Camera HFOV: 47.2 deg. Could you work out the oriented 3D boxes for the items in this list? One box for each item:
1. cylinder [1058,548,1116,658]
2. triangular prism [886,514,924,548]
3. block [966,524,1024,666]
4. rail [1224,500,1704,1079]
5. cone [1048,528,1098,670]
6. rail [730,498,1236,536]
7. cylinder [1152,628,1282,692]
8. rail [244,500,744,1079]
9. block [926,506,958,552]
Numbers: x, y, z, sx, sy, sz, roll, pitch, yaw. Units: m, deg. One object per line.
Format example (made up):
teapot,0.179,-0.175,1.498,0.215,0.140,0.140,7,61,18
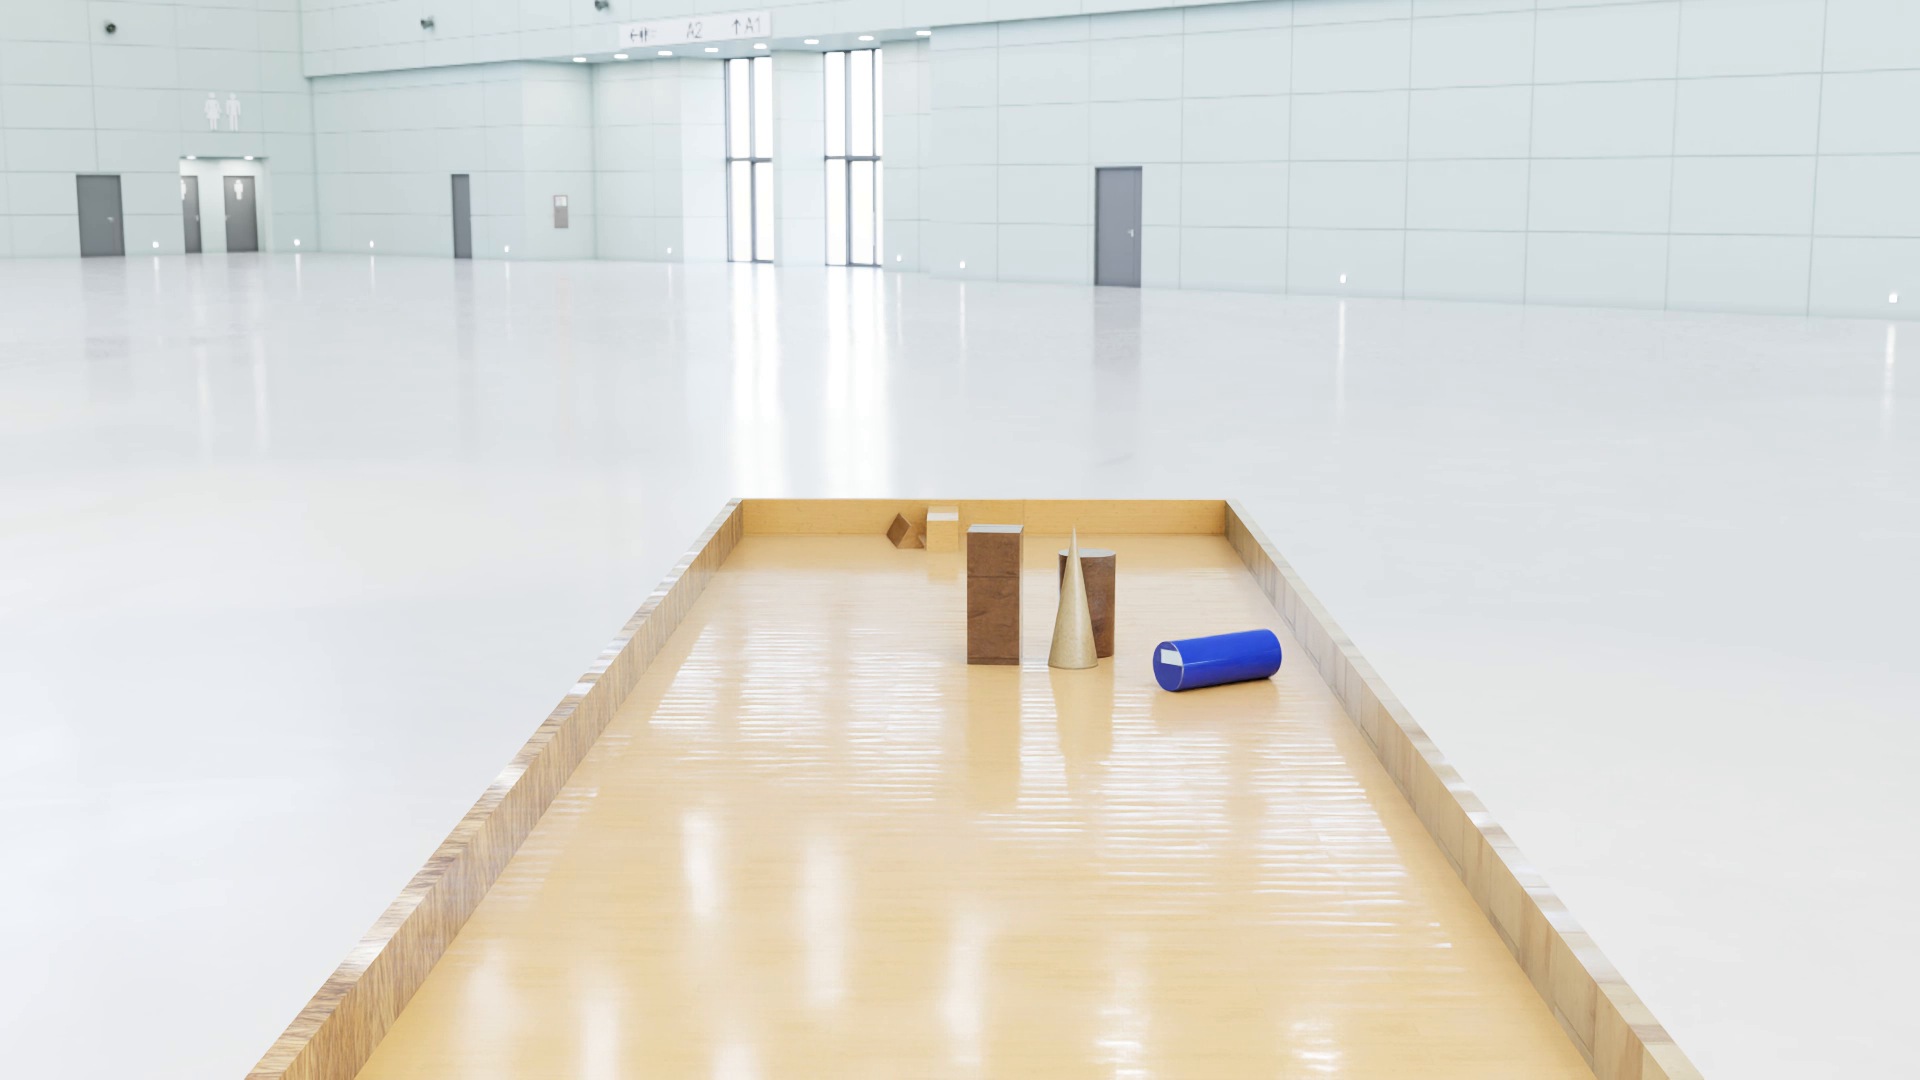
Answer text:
cylinder,0.390,0.194,6.780,0.178,0.314,0.178,0,9,0
triangular prism,-0.224,-0.041,8.952,0.107,0.093,0.348,-1,9,-9
block,0.108,0.165,6.676,0.159,0.404,0.159,1,9,6
rail,1.046,0.843,3.208,0.050,0.150,12.000,0,9,1
cone,0.341,0.162,6.603,0.154,0.433,0.154,0,9,0
rail,0.099,-0.098,9.147,2.100,0.150,0.050,0,9,1
cylinder,0.746,0.346,6.372,0.361,0.143,0.143,-5,11,-31
rail,-1.004,0.839,3.234,0.050,0.150,12.000,0,9,1
block,-0.069,-0.049,8.922,0.124,0.124,0.413,0,9,0
